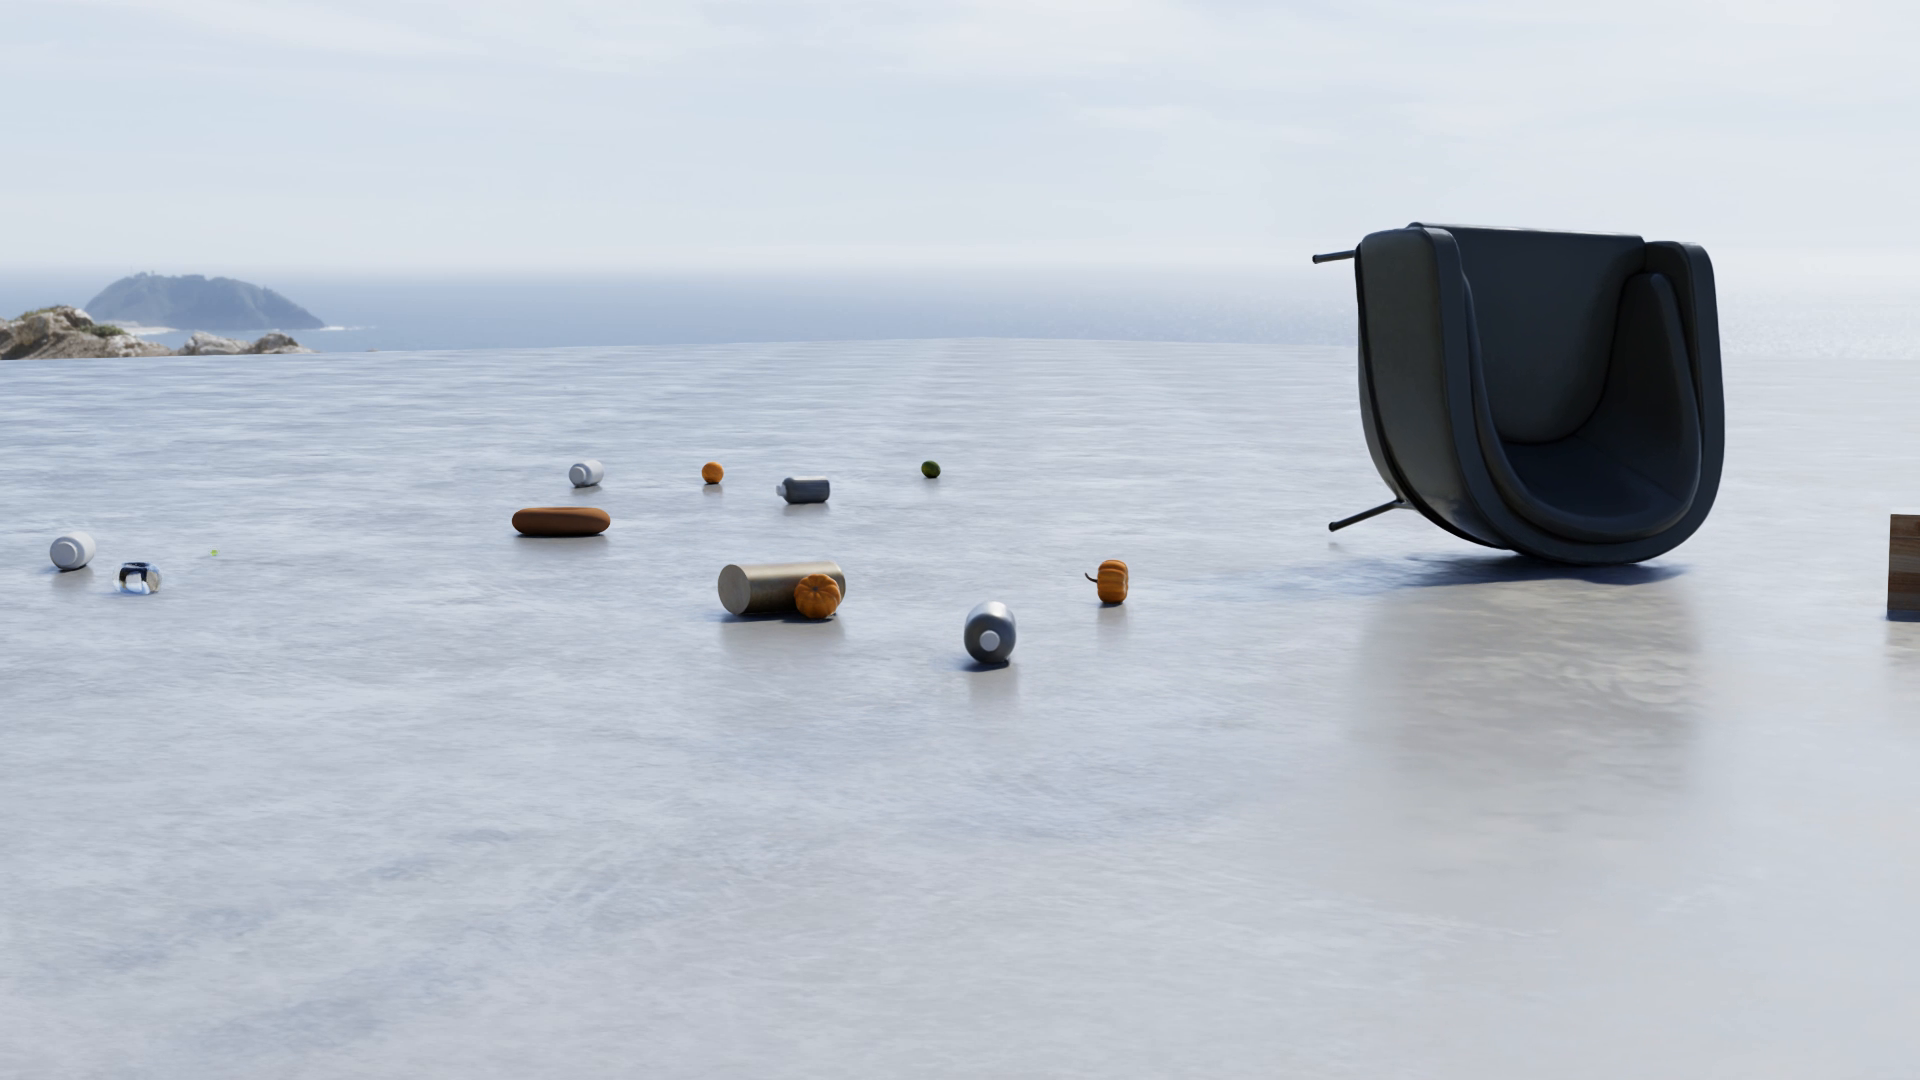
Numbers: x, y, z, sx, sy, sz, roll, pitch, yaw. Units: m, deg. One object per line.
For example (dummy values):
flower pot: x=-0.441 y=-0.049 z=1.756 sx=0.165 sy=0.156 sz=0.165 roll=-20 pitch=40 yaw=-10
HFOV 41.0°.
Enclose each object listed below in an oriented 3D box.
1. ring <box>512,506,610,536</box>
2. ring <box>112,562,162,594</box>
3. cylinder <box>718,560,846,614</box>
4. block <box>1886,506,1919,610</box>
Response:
ring: x=-1.022 y=-0.049 z=6.572 sx=0.259 sy=0.065 sz=0.172 roll=0 pitch=5 yaw=10
ring: x=-1.721 y=0.080 z=5.366 sx=0.090 sy=0.057 sz=0.138 roll=-7 pitch=11 yaw=-43
cylinder: x=-0.352 y=0.091 z=5.049 sx=0.201 sy=0.098 sz=0.170 roll=-3 pitch=3 yaw=-27
block: x=1.940 y=0.038 z=5.117 sx=0.161 sy=0.190 sz=0.165 roll=2 pitch=6 yaw=21
